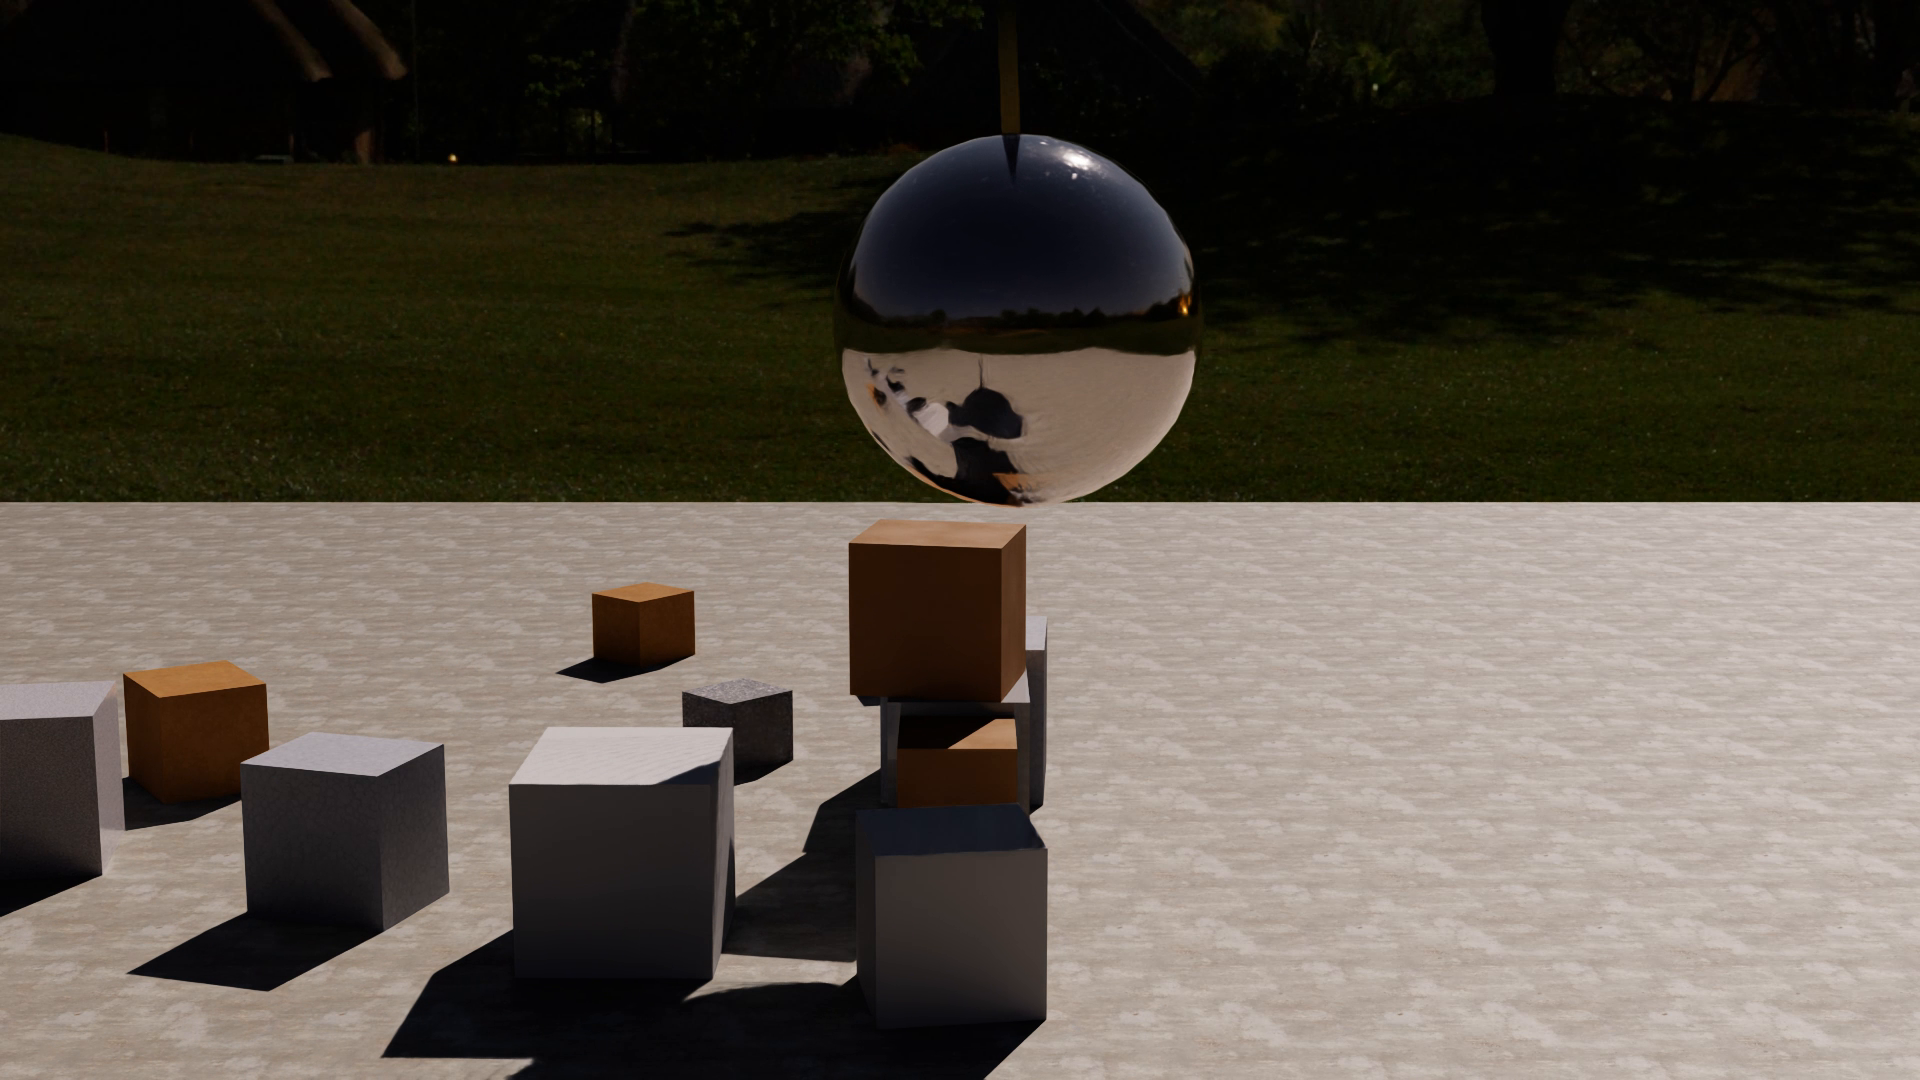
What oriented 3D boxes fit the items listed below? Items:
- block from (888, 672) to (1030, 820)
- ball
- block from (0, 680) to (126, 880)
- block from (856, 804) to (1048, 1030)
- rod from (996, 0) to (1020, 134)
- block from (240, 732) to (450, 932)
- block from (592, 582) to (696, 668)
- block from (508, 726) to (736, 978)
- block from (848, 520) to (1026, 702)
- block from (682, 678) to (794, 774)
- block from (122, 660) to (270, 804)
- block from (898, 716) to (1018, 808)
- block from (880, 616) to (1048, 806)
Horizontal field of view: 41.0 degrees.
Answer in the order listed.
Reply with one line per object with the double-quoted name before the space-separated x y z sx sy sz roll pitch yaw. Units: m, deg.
"block" -0.006 1.014 12.024 0.646 0.703 0.734 0 10 0
"ball" 0.250 -0.937 11.010 1.600 1.600 1.600 0 10 0
"block" -4.195 1.080 11.596 0.674 0.727 0.680 -2 10 -9
"block" -0.041 1.429 9.832 0.646 0.670 0.607 -2 10 -9
"rod" 0.108 -4.279 10.402 0.080 5.200 0.080 -2 10 0
"block" -2.612 1.232 10.927 0.652 0.667 0.550 3 11 18
"block" -1.927 0.512 15.637 0.419 0.398 0.455 9 13 39
"block" -1.354 1.257 10.449 0.781 0.789 0.883 0 10 1
"block" -0.096 0.317 11.913 0.705 0.708 0.639 2 11 11
"block" -1.147 0.959 13.249 0.418 0.372 0.386 -10 14 -44
"block" -3.818 0.952 12.835 0.527 0.534 0.618 -7 12 -33
"block" -0.012 1.163 11.377 0.518 0.641 0.567 0 10 0
"block" 0.030 0.835 12.810 0.792 0.773 0.784 1 10 3
